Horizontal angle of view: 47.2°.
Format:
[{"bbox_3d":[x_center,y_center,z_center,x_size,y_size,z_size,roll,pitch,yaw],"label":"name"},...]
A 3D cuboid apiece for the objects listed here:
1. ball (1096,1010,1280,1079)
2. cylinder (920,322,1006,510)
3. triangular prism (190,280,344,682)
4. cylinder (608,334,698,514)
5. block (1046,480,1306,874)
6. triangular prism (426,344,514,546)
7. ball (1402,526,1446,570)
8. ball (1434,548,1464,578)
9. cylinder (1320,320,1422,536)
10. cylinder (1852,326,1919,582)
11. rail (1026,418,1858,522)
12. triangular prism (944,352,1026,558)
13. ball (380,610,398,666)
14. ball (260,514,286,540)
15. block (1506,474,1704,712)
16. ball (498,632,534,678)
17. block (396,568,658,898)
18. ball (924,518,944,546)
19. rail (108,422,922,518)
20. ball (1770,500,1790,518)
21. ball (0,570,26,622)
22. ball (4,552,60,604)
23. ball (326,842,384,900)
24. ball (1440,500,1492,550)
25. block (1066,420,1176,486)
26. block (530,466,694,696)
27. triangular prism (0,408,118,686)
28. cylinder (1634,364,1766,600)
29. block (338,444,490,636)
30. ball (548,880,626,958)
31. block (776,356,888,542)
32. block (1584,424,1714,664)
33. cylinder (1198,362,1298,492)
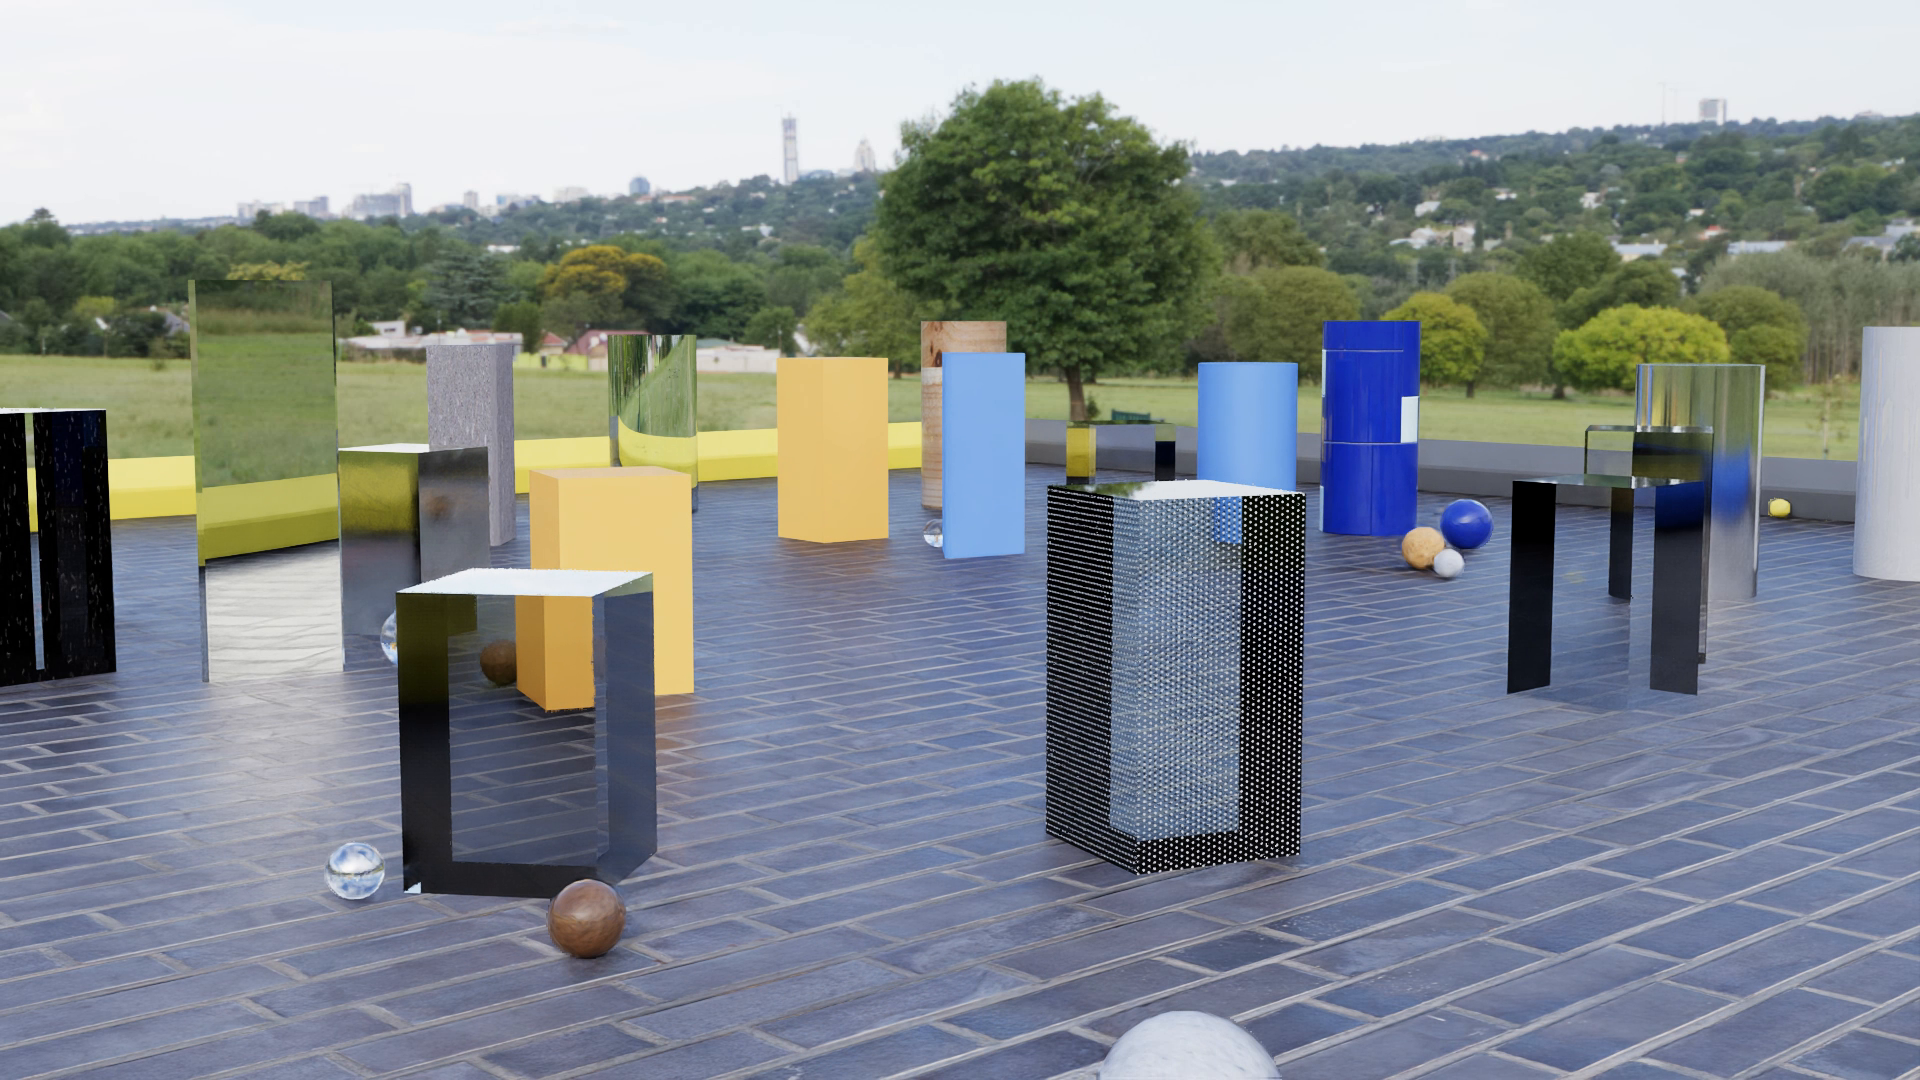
[{"bbox_3d":[0.114,0.283,1.094,0.096,0.096,0.096,0,6,0],"label":"ball"},{"bbox_3d":[0.009,-0.284,4.957,0.193,0.417,0.193,0,6,0],"label":"cylinder"},{"bbox_3d":[-0.868,-0.078,2.709,0.167,0.478,0.145,-4,7,-31],"label":"triangular prism"},{"bbox_3d":[-0.672,-0.255,4.818,0.193,0.388,0.193,0,6,0],"label":"cylinder"},{"bbox_3d":[0.176,0.106,1.822,0.154,0.297,0.154,-3,7,-25],"label":"block"},{"bbox_3d":[-0.910,-0.187,4.234,0.167,0.376,0.145,3,7,30],"label":"triangular prism"},{"bbox_3d":[0.794,0.014,3.766,0.074,0.074,0.074,0,6,0],"label":"ball"},{"bbox_3d":[0.809,0.039,3.642,0.049,0.049,0.049,0,6,0],"label":"ball"},{"bbox_3d":[0.820,-0.227,4.400,0.193,0.420,0.193,0,6,0],"label":"cylinder"},{"bbox_3d":[1.604,-0.148,3.674,0.193,0.415,0.193,0,6,0],"label":"cylinder"},{"bbox_3d":[1.636,-0.125,4.834,0.045,0.125,4.406,-6,8,-42],"label":"rail"},{"bbox_3d":[0.010,-0.159,4.022,0.167,0.365,0.145,-4,7,-33],"label":"triangular prism"},{"bbox_3d":[-0.673,0.120,2.715,0.082,0.082,0.082,0,6,0],"label":"ball"},{"bbox_3d":[-1.323,-0.024,4.237,0.051,0.051,0.051,0,6,0],"label":"ball"},{"bbox_3d":[0.743,0.056,2.532,0.154,0.249,0.154,-6,8,-43],"label":"block"},{"bbox_3d":[-0.532,0.139,2.665,0.056,0.056,0.056,0,6,0],"label":"ball"},{"bbox_3d":[-0.338,0.148,1.735,0.154,0.232,0.154,1,6,9],"label":"block"},{"bbox_3d":[-0.042,-0.014,4.125,0.053,0.053,0.053,0,6,0],"label":"ball"},{"bbox_3d":[-1.478,-0.135,4.925,4.501,0.125,0.045,-6,8,-42],"label":"rail"},{"bbox_3d":[1.749,-0.067,4.688,0.041,0.041,0.041,0,6,0],"label":"ball"},{"bbox_3d":[-1.373,0.080,3.136,0.074,0.074,0.074,0,6,0],"label":"ball"},{"bbox_3d":[-1.403,0.058,3.323,0.080,0.080,0.080,0,6,0],"label":"ball"},{"bbox_3d":[-0.458,0.250,1.664,0.043,0.043,0.043,0,6,0],"label":"ball"},{"bbox_3d":[0.940,-0.029,4.086,0.093,0.093,0.093,0,6,0],"label":"ball"},{"bbox_3d":[0.294,-0.098,4.043,0.154,0.238,0.154,-2,6,-17],"label":"block"},{"bbox_3d":[-0.411,0.047,2.589,0.154,0.254,0.154,-3,7,-23],"label":"block"},{"bbox_3d":[-1.149,0.003,2.679,0.145,0.323,0.167,5,8,39],"label":"triangular prism"},{"bbox_3d":[1.155,-0.096,3.449,0.193,0.358,0.193,0,6,0],"label":"cylinder"},{"bbox_3d":[-0.765,-0.002,3.064,0.154,0.252,0.154,3,7,24],"label":"block"},{"bbox_3d":[-0.257,0.261,1.516,0.053,0.053,0.053,0,6,0],"label":"ball"},{"bbox_3d":[-0.248,-0.180,4.288,0.154,0.349,0.154,-5,8,-39],"label":"block"},{"bbox_3d":[0.889,0.001,2.848,0.154,0.291,0.154,2,6,18],"label":"block"},{"bbox_3d":[0.561,-0.175,4.299,0.193,0.339,0.193,0,6,0],"label":"cylinder"}]
